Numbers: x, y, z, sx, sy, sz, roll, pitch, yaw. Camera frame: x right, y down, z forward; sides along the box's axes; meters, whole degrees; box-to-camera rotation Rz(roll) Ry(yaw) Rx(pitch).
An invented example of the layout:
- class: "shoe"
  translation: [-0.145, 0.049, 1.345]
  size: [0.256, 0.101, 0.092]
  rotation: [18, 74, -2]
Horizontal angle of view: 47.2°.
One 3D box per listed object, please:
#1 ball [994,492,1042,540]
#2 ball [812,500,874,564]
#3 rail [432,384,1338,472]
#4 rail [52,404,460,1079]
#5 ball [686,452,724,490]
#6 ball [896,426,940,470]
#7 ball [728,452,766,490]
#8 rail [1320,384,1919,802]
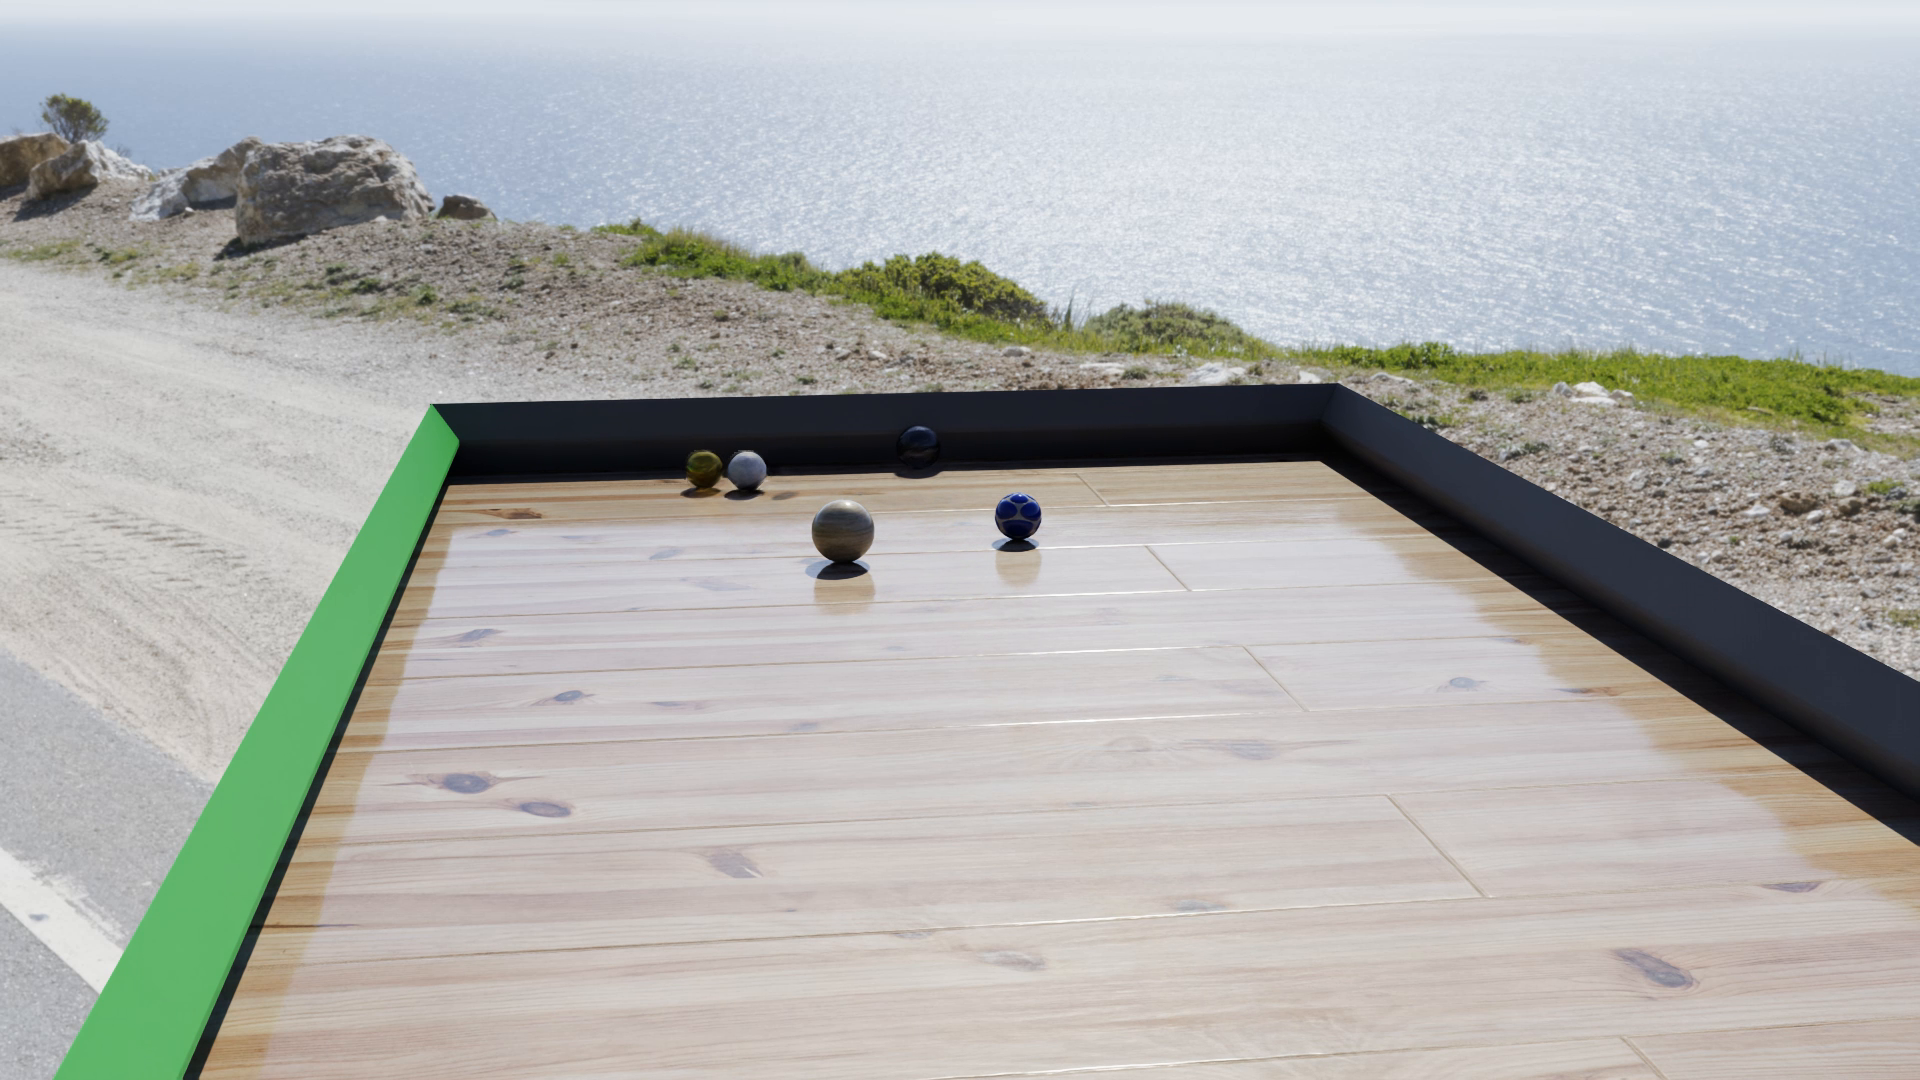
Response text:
- class: "ball"
  translation: [0.080, -0.032, 3.003]
  size: [0.065, 0.065, 0.065]
  rotation: [0, 13, 0]
- class: "ball"
  translation: [-0.153, -0.012, 2.875]
  size: [0.083, 0.083, 0.083]
  rotation: [0, 13, 0]
- class: "rail"
  translation: [-0.097, -0.178, 3.526]
  size: [1.470, 0.108, 0.045]
  rotation: [-2, 13, -8]
- class: "rail"
  translation: [-0.604, 0.166, 2.058]
  size: [0.045, 0.108, 2.893]
  rotation: [-2, 13, -8]
- class: "ball"
  translation: [-0.388, -0.106, 3.334]
  size: [0.058, 0.058, 0.058]
  rotation: [0, 13, 0]
- class: "ball"
  translation: [-0.065, -0.147, 3.483]
  size: [0.070, 0.070, 0.070]
  rotation: [0, 13, 0]
- class: "ball"
  translation: [-0.321, -0.104, 3.321]
  size: [0.059, 0.059, 0.059]
  rotation: [0, 13, 0]
- class: "rail"
  translation: [0.805, 0.121, 2.250]
  size: [0.045, 0.108, 2.893]
  rotation: [-2, 13, -8]
